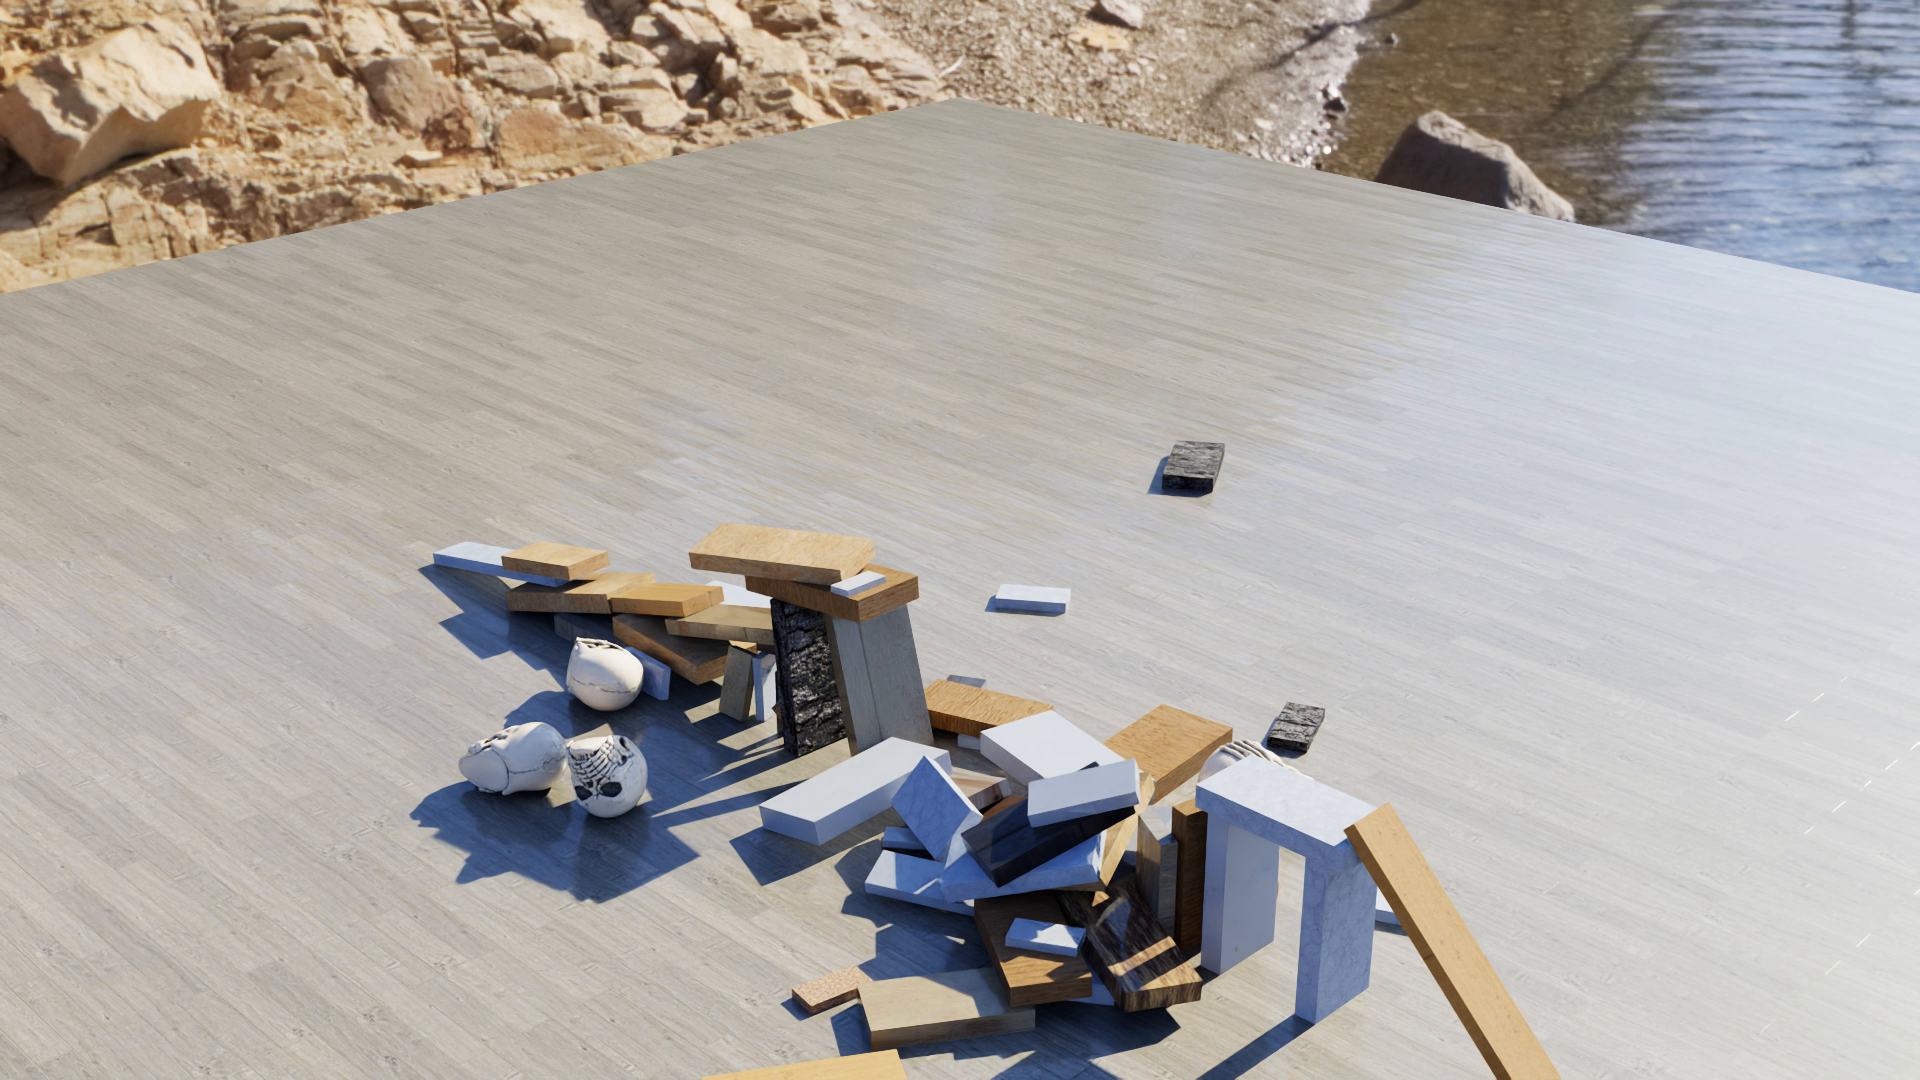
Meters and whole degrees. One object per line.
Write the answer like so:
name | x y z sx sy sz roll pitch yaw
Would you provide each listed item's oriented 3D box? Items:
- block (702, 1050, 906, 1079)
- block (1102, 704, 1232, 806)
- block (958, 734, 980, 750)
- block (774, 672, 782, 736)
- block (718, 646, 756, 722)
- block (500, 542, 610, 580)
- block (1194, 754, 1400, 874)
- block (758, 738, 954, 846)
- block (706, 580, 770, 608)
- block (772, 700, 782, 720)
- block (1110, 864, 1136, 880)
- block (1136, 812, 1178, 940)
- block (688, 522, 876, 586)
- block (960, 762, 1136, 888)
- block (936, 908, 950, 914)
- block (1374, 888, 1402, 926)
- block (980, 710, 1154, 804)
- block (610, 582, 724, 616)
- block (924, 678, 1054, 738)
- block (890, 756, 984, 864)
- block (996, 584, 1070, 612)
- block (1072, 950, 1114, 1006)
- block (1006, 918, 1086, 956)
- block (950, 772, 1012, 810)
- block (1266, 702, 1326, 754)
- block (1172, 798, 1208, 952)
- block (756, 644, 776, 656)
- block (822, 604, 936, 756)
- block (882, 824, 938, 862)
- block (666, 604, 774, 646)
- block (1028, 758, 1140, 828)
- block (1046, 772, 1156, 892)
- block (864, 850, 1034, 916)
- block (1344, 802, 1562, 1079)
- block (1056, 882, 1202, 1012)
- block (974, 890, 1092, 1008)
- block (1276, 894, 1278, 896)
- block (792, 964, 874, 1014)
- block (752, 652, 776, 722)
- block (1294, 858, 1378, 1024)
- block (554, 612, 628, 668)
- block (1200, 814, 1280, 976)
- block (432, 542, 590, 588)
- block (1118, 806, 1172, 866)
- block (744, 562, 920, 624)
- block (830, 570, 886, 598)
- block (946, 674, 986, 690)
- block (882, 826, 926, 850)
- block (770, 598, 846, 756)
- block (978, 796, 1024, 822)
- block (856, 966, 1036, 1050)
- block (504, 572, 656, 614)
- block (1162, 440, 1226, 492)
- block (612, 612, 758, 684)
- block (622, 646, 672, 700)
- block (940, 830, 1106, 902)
block | -0.247 0.908 3.567 0.325 0.041 0.145 -5 24 -12
block | 0.384 0.466 4.598 0.180 0.051 0.415 17 28 34
block | 0.064 0.405 4.775 0.087 0.025 0.174 7 24 17
block | -0.363 0.344 4.760 0.075 0.149 0.021 -21 31 -40
block | -0.486 0.314 4.827 0.075 0.150 0.021 19 14 39
block | -0.983 0.050 5.337 0.252 0.036 0.126 7 21 40
block | 0.578 0.469 3.792 0.315 0.045 0.158 21 31 41
block | -0.208 0.503 4.438 0.359 0.051 0.180 -24 21 -38
block | -0.538 0.150 5.292 0.211 0.030 0.105 13 26 28
block | -0.359 0.380 4.728 0.048 0.096 0.014 -46 24 -23
block | 0.378 0.567 4.190 0.256 0.036 0.128 -24 17 22
block | 0.356 0.624 3.996 0.033 0.230 0.115 -6 24 -15
block | -0.375 0.029 4.618 0.371 0.040 0.141 6 30 27
block | 0.161 0.520 4.037 0.291 0.041 0.145 -27 29 -12
block | -0.011 0.661 4.155 0.053 0.015 0.105 20 43 39
block | 0.789 0.681 4.125 0.173 0.024 0.086 8 24 19
block | 0.215 0.461 4.480 0.180 0.051 0.359 -14 27 -30
block | -0.680 0.137 5.105 0.252 0.036 0.126 2 16 42
block | 0.045 0.375 4.764 0.283 0.040 0.141 11 25 25
block | -0.047 0.524 4.278 0.033 0.118 0.236 34 5 -32
block | 0.179 0.142 5.394 0.174 0.025 0.087 4 23 9
block | 0.226 0.735 3.976 0.143 0.040 0.285 4 23 10
block | 0.151 0.700 3.876 0.130 0.018 0.065 6 23 16
block | -0.010 0.507 4.397 0.118 0.033 0.236 -22 9 -29
block | 0.730 0.406 4.772 0.086 0.024 0.173 9 25 20
block | 0.448 0.596 3.991 0.143 0.285 0.040 -15 27 -31
block | -0.362 0.234 4.793 0.149 0.021 0.075 12 23 32
block | -0.172 0.293 4.644 0.172 0.345 0.049 -11 1 -25
block | -0.057 0.607 4.297 0.182 0.026 0.091 19 30 38
block | -0.462 0.187 4.881 0.467 0.036 0.126 3 18 46
block | 0.226 0.463 4.022 0.203 0.029 0.102 -14 29 11
block | 0.248 0.543 4.117 0.145 0.041 0.290 -3 33 29
block | -0.020 0.652 4.129 0.306 0.026 0.091 9 38 20
block | 0.814 0.687 3.628 0.102 0.535 0.029 -22 -13 -41
block | 0.296 0.719 3.910 0.145 0.041 0.324 -5 25 -19
block | 0.127 0.721 3.902 0.145 0.041 0.290 -5 23 -11
block | 0.474 0.658 4.169 0.230 0.033 0.115 -9 25 -21
block | -0.224 0.791 3.873 0.130 0.018 0.065 -16 28 -32
block | -0.423 0.314 4.827 0.021 0.149 0.075 9 24 25
block | 0.653 0.663 3.795 0.045 0.315 0.157 21 31 41
block | -0.785 0.224 5.171 0.169 0.048 0.337 -21 31 -40
block | 0.504 0.605 3.932 0.045 0.315 0.157 21 31 41
block | -1.123 0.059 5.481 0.498 0.030 0.105 8 22 41
block | 0.277 0.553 4.162 0.256 0.036 0.128 0 34 33
block | -0.270 0.090 4.589 0.345 0.049 0.172 14 26 41
block | -0.207 0.090 4.479 0.105 0.015 0.053 -21 25 -41
block | -0.008 0.353 4.897 0.087 0.025 0.174 7 24 16
block | -0.096 0.584 4.300 0.105 0.015 0.053 3 23 7
block | -0.307 0.268 4.684 0.172 0.345 0.049 -20 25 -39
block | 0.067 0.545 4.286 0.118 0.033 0.236 -33 14 -27
block | -0.026 0.807 3.806 0.285 0.040 0.143 -5 23 -11
block | -0.914 0.125 5.301 0.338 0.048 0.169 0 16 35
block | 0.660 -0.210 6.206 0.141 0.040 0.283 5 24 12
block | -0.630 0.229 5.038 0.169 0.048 0.337 -19 29 -37
block | -0.708 0.301 4.953 0.021 0.075 0.150 -8 22 -44
block | 0.118 0.584 4.041 0.291 0.041 0.145 -11 29 17
